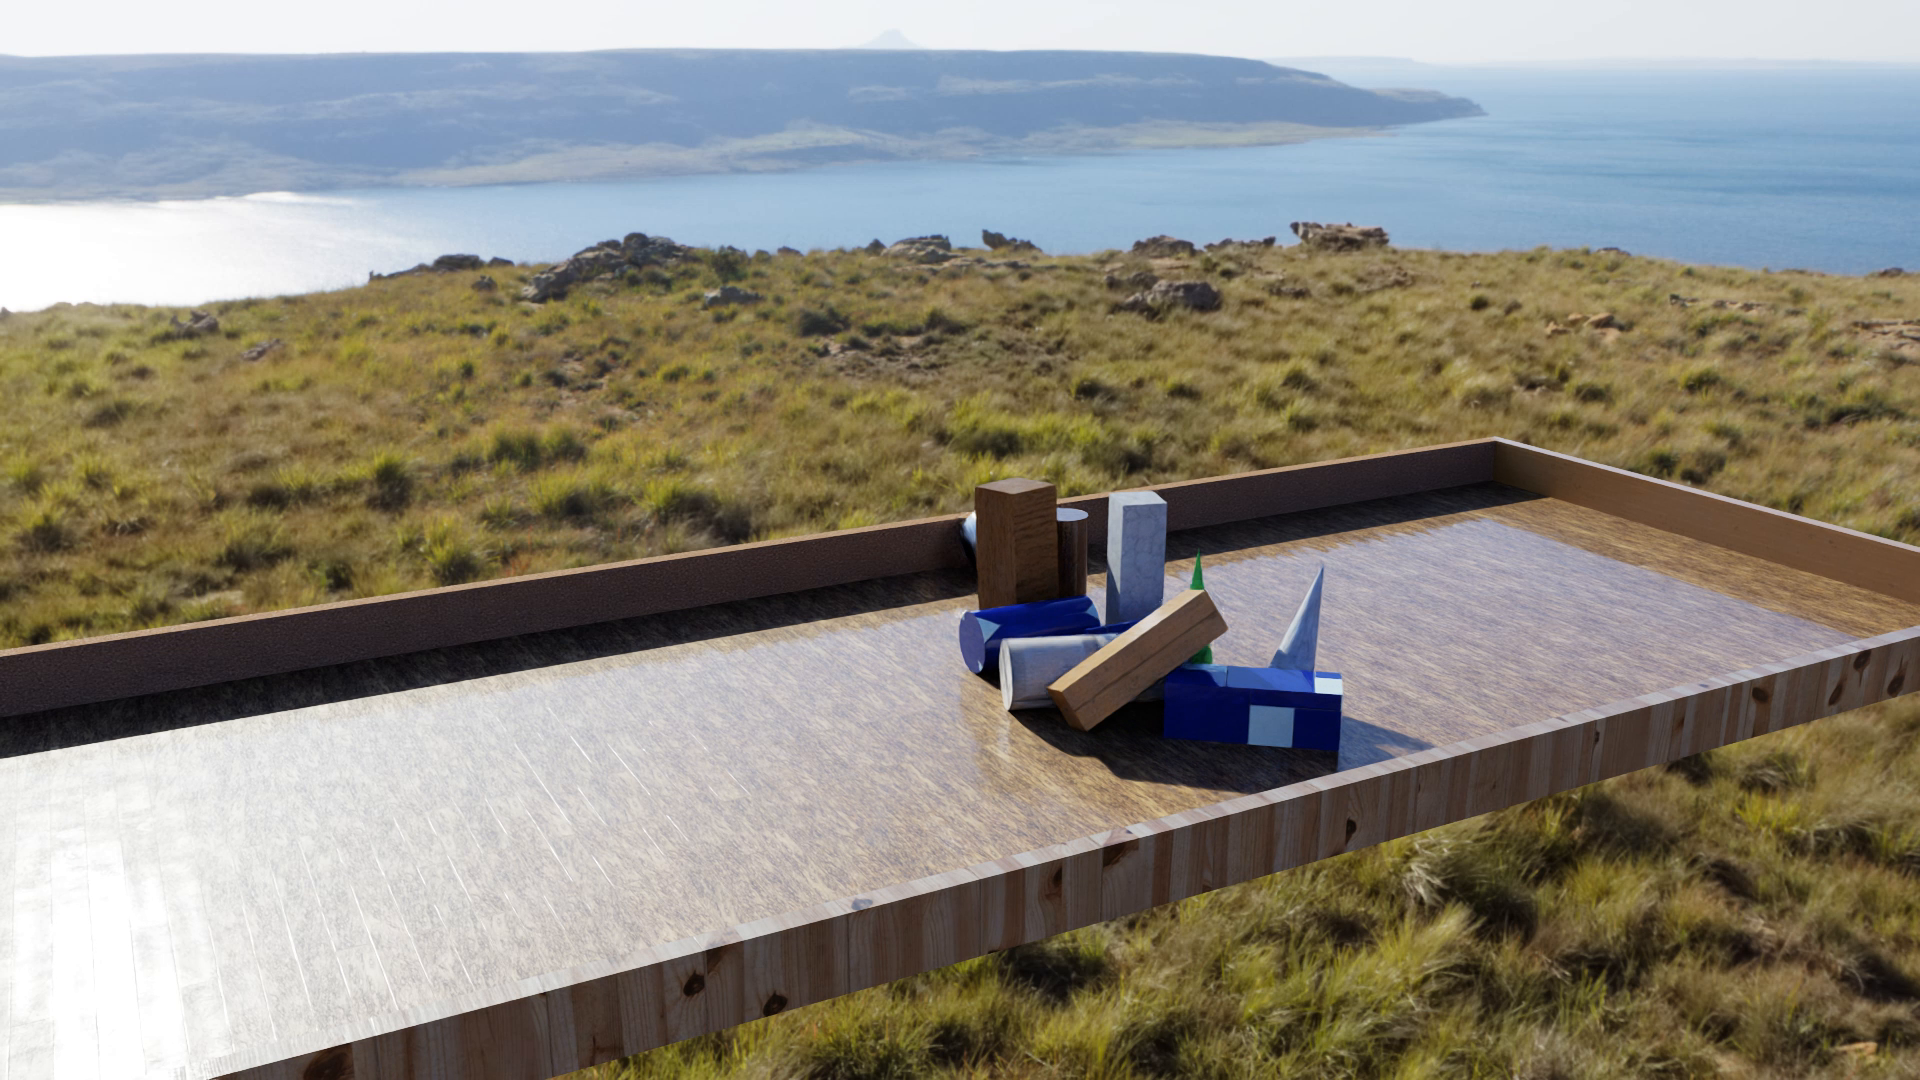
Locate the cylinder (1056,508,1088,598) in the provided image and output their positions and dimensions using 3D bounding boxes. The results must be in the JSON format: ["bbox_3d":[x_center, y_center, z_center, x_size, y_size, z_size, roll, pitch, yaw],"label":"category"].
[{"bbox_3d":[0.286,0.074,4.571,0.133,0.300,0.133,0,16,0],"label":"cylinder"}]

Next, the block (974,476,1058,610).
[{"bbox_3d":[0.153,0.059,4.395,0.153,0.419,0.153,-14,18,-39],"label":"block"}]

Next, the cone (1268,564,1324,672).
[{"bbox_3d":[0.841,0.209,4.019,0.127,0.344,0.127,19,-15,5],"label":"cone"}]

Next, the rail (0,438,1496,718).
[{"bbox_3d":[-3.305,0.497,3.399,12.000,0.150,0.050,-9,18,-27],"label":"rail"}]

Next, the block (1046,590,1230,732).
[{"bbox_3d":[0.415,0.277,3.853,0.423,0.111,0.111,-34,8,-14],"label":"block"}]

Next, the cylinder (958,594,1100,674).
[{"bbox_3d":[0.180,0.241,4.254,0.330,0.158,0.158,-7,18,-23],"label":"cylinder"}]

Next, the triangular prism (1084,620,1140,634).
[{"bbox_3d":[0.457,0.265,4.208,0.319,0.130,0.151,-8,19,-26],"label":"triangular prism"}]

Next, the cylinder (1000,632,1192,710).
[{"bbox_3d":[0.327,0.312,3.990,0.440,0.170,0.170,-3,17,-9],"label":"cylinder"}]

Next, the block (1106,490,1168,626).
[{"bbox_3d":[0.462,0.085,4.343,0.119,0.406,0.119,-3,18,-11],"label":"block"}]

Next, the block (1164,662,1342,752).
[{"bbox_3d":[0.676,0.382,3.810,0.395,0.137,0.137,3,17,11],"label":"block"}]

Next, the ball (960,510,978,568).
[{"bbox_3d":[0.105,-0.005,5.006,0.206,0.206,0.206,0,16,0],"label":"ball"}]

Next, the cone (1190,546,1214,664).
[{"bbox_3d":[0.587,0.185,4.101,0.109,0.351,0.109,0,16,0],"label":"cone"}]

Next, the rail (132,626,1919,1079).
[{"bbox_3d":[-2.336,1.006,1.665,12.000,0.150,0.050,-9,18,-27],"label":"rail"}]

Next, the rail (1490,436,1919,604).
[{"bbox_3d":[2.466,-0.048,5.253,0.050,0.150,2.100,-9,18,-27],"label":"rail"}]
